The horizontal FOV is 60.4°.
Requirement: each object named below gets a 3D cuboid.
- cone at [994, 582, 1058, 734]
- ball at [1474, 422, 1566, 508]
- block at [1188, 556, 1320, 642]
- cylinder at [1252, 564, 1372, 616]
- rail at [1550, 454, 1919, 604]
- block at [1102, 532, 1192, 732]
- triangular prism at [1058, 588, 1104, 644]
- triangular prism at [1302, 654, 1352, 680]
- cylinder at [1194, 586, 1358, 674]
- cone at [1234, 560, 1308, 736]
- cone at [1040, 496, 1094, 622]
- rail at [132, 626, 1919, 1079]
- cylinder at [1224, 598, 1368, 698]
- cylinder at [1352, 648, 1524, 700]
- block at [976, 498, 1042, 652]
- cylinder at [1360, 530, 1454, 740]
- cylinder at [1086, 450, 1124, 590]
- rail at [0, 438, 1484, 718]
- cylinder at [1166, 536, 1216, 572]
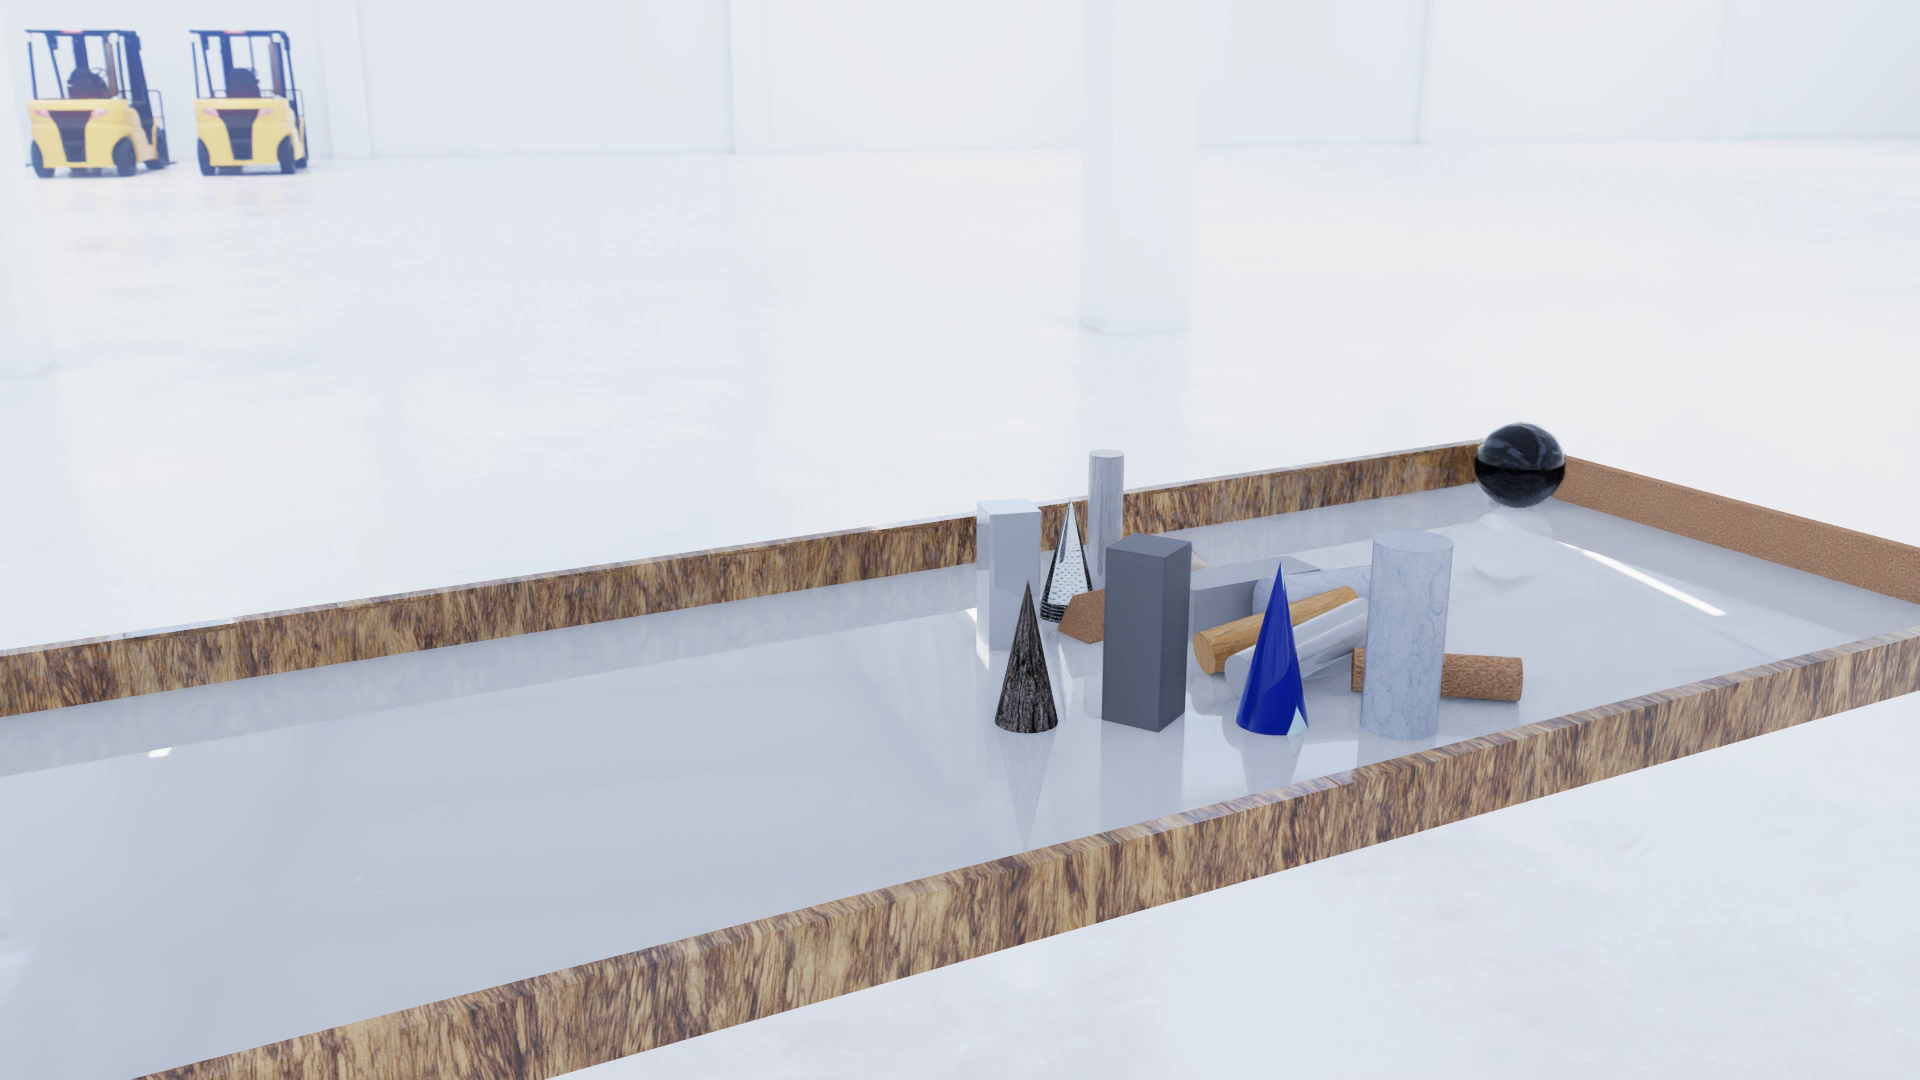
[{"bbox_3d":[0.157,0.258,3.850,0.150,0.354,0.150,0,16,0],"label":"cone"},{"bbox_3d":[1.936,-0.259,5.709,0.297,0.297,0.297,0,16,0],"label":"ball"},{"bbox_3d":[0.777,0.159,4.553,0.424,0.147,0.147,-8,18,-26],"label":"block"},{"bbox_3d":[1.009,0.170,4.461,0.395,0.180,0.180,-6,17,-19],"label":"cylinder"},{"bbox_3d":[2.466,-0.048,5.253,0.050,0.150,2.100,-9,18,-27],"label":"rail"},{"bbox_3d":[0.437,0.215,3.869,0.148,0.425,0.148,10,19,31],"label":"block"},{"bbox_3d":[0.435,0.179,4.527,0.316,0.117,0.135,-11,19,-33],"label":"triangular prism"},{"bbox_3d":[0.966,0.269,4.244,0.442,0.104,0.121,-8,18,-25],"label":"triangular prism"},{"bbox_3d":[0.820,0.230,4.246,0.438,0.111,0.111,-16,21,-17],"label":"cylinder"},{"bbox_3d":[0.736,0.237,3.840,0.173,0.400,0.173,0,16,0],"label":"cone"},{"bbox_3d":[0.305,0.042,4.602,0.174,0.344,0.174,0,16,0],"label":"cone"},{"bbox_3d":[-2.336,1.006,1.665,12.000,0.150,0.050,-9,18,-27],"label":"rail"},{"bbox_3d":[0.856,0.271,4.094,0.418,0.122,0.122,-21,24,-27],"label":"cylinder"},{"bbox_3d":[1.167,0.329,4.048,0.396,0.105,0.105,3,17,10],"label":"cylinder"},{"bbox_3d":[0.128,0.091,4.383,0.139,0.374,0.139,-4,17,-13],"label":"block"},{"bbox_3d":[1.029,0.219,3.808,0.176,0.453,0.176,0,16,0],"label":"cylinder"},{"bbox_3d":[0.425,-0.058,4.836,0.104,0.403,0.104,0,16,0],"label":"cylinder"},{"bbox_3d":[-3.305,0.497,3.399,12.000,0.150,0.050,-9,18,-27],"label":"rail"},{"bbox_3d":[0.672,0.092,4.841,0.113,0.113,0.355,-4,17,-13],"label":"cylinder"}]
